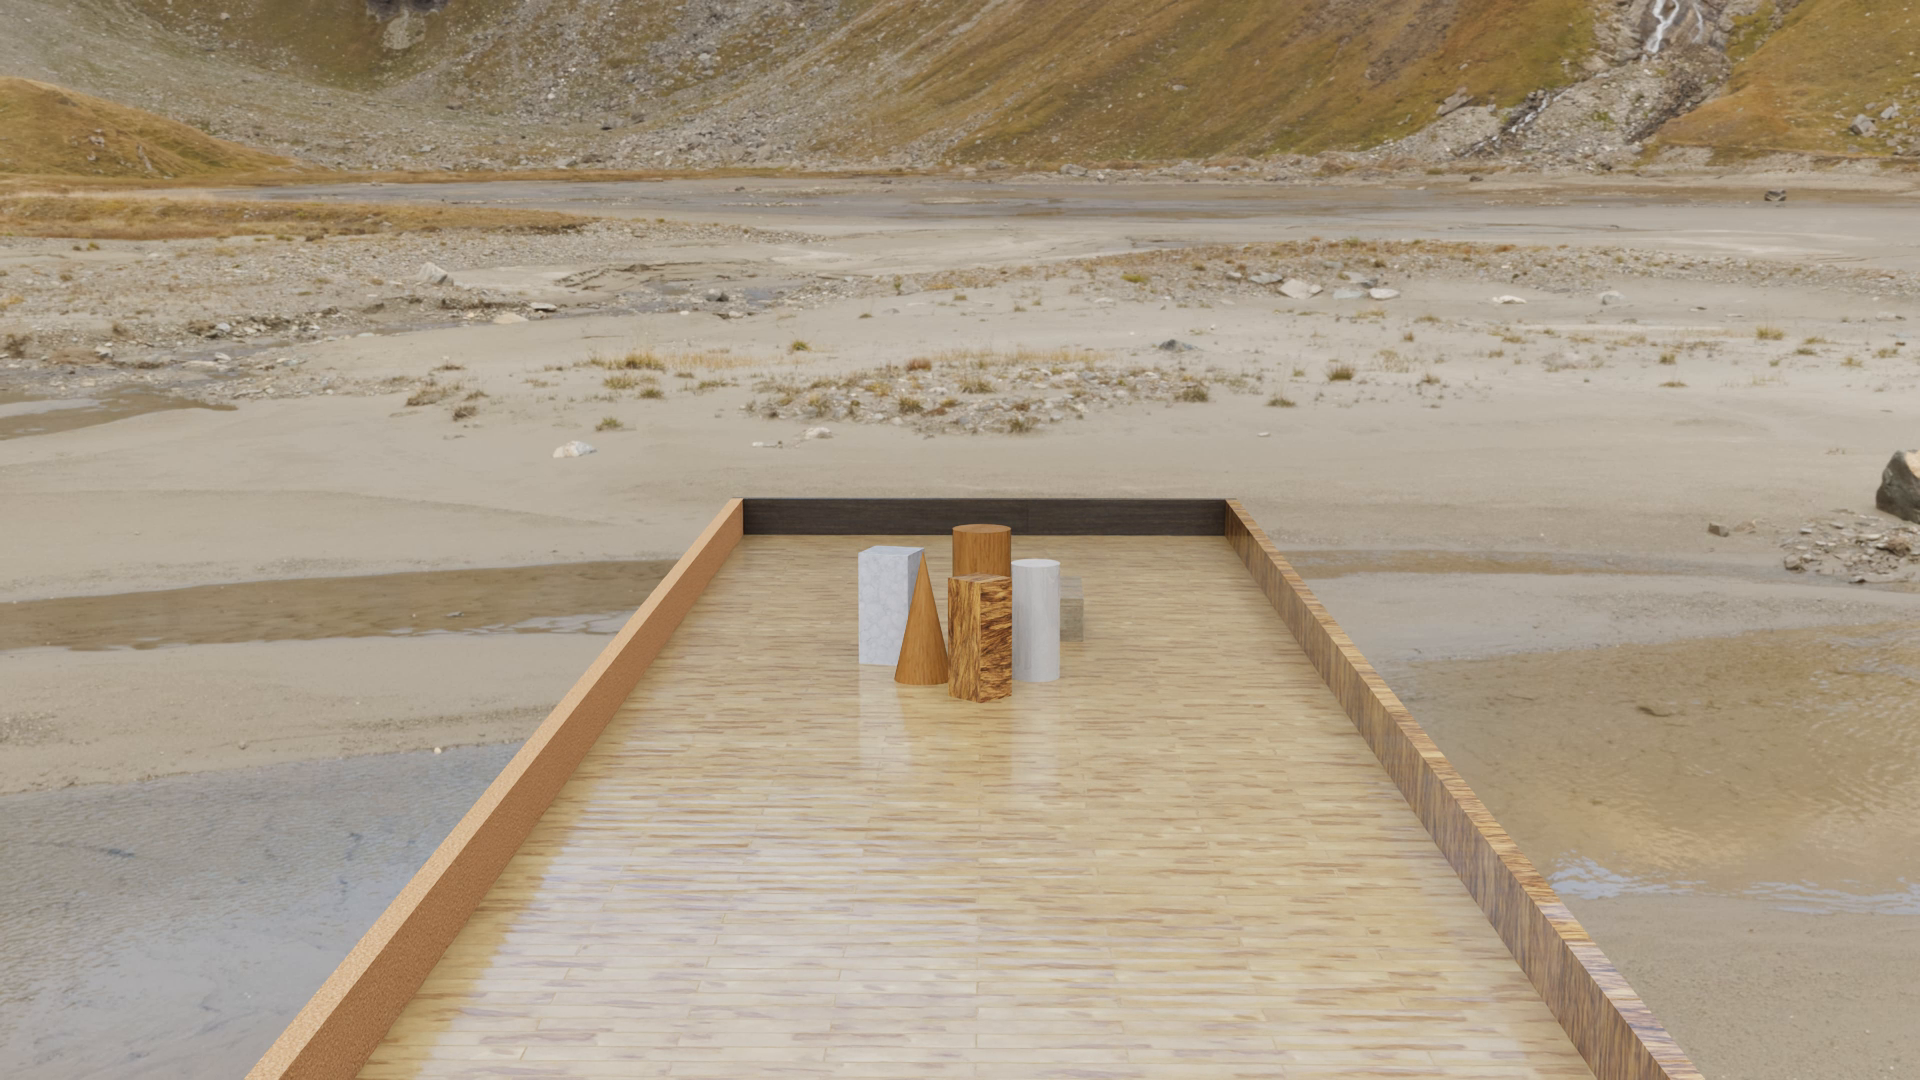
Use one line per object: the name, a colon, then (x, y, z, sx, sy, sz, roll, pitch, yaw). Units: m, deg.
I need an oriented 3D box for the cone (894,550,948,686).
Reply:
cone: (-0.107, 0.219, 6.412, 0.171, 0.381, 0.171, 0, 9, 0)

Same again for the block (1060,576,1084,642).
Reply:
block: (0.328, 0.221, 7.171, 0.139, 0.139, 0.425, 0, 9, 2)

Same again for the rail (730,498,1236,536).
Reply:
rail: (0.099, -0.098, 9.147, 2.100, 0.150, 0.050, 0, 9, 1)

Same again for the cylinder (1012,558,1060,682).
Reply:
cylinder: (0.221, 0.235, 6.444, 0.144, 0.340, 0.144, 0, 9, 0)

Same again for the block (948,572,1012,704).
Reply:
block: (0.056, 0.274, 6.197, 0.127, 0.340, 0.127, 9, 13, 44)

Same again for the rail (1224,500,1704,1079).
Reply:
rail: (1.046, 0.843, 3.208, 0.050, 0.150, 12.000, 0, 9, 1)

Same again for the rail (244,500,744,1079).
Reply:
rail: (-1.004, 0.839, 3.234, 0.050, 0.150, 12.000, 0, 9, 1)

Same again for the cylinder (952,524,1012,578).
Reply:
cylinder: (0.066, 0.164, 6.691, 0.177, 0.402, 0.177, 0, 9, 0)

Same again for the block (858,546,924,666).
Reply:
block: (-0.207, 0.198, 6.684, 0.157, 0.337, 0.157, 3, 9, 17)
